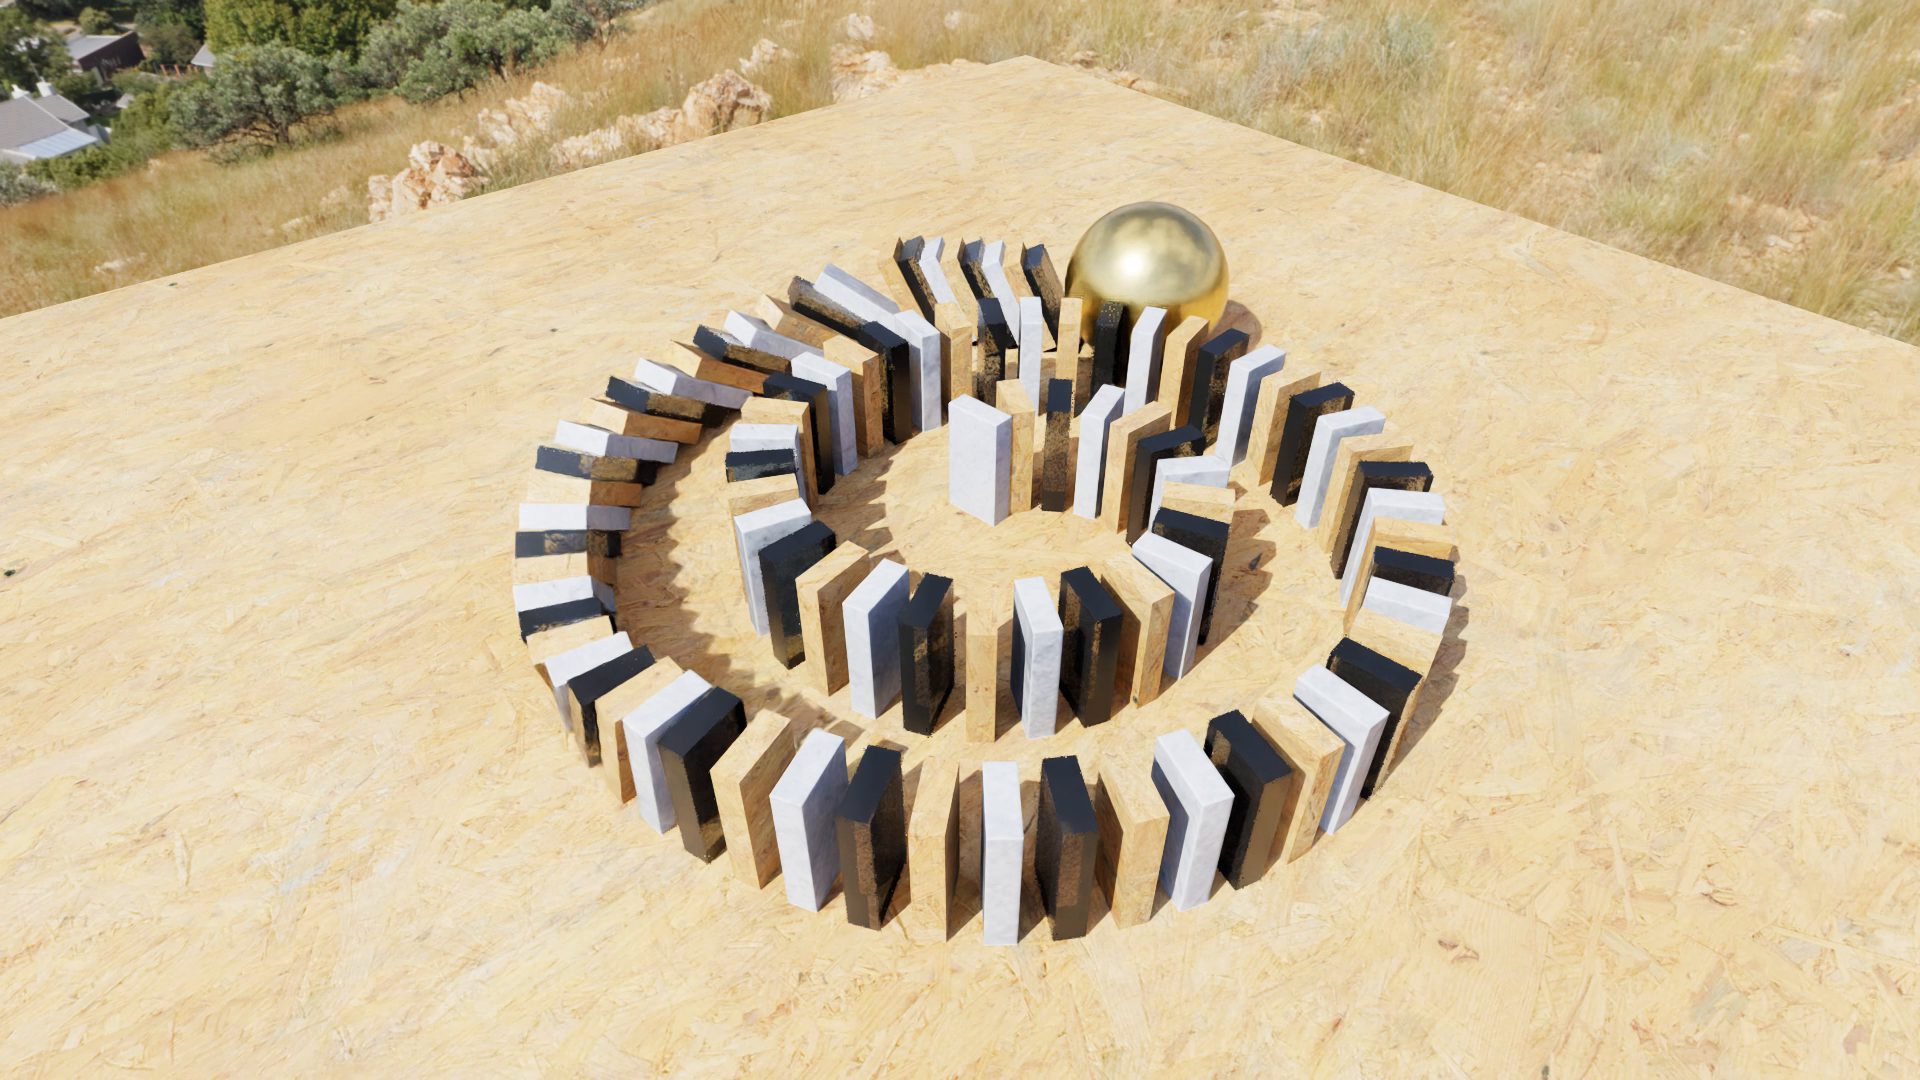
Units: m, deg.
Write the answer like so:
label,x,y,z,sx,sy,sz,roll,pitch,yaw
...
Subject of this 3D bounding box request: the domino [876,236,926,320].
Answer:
label,x,y,z,sx,sy,sz,roll,pitch,yaw
domino,-0.026,-0.128,0.569,0.009,0.050,0.025,-17,35,19

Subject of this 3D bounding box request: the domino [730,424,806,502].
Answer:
label,x,y,z,sx,sy,sz,roll,pitch,yaw
domino,-0.075,-0.023,0.439,0.025,0.050,0.009,1,39,1

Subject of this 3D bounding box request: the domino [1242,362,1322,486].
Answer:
label,x,y,z,sx,sy,sz,roll,pitch,yaw
domino,0.138,-0.049,0.472,0.025,0.050,0.009,-22,44,-25

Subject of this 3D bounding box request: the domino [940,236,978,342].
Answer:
label,x,y,z,sx,sy,sz,roll,pitch,yaw
domino,0.006,-0.128,0.568,0.010,0.050,0.025,-16,35,20

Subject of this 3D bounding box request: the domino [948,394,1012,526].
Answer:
label,x,y,z,sx,sy,sz,roll,pitch,yaw
domino,0.008,-0.032,0.451,0.025,0.050,0.009,30,48,31

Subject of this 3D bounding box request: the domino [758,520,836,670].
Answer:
label,x,y,z,sx,sy,sz,roll,pitch,yaw
domino,-0.055,0.020,0.387,0.025,0.050,0.009,-30,48,-31

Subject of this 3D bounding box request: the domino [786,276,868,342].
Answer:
label,x,y,z,sx,sy,sz,roll,pitch,yaw
domino,-0.063,-0.116,0.563,0.050,0.009,0.025,22,25,-27

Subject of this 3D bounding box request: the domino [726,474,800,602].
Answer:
label,x,y,z,sx,sy,sz,roll,pitch,yaw
domino,-0.071,0.000,0.412,0.025,0.050,0.010,-9,40,-11

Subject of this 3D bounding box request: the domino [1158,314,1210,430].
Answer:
label,x,y,z,sx,sy,sz,roll,pitch,yaw
domino,0.101,-0.074,0.502,0.010,0.050,0.025,23,44,25

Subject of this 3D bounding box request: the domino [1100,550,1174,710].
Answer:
label,x,y,z,sx,sy,sz,roll,pitch,yaw
domino,0.058,0.031,0.374,0.009,0.050,0.025,-22,44,-25

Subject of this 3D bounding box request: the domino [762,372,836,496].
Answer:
label,x,y,z,sx,sy,sz,roll,pitch,yaw
domino,-0.068,-0.045,0.466,0.025,0.050,0.009,17,42,20

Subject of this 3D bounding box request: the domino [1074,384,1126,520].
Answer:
label,x,y,z,sx,sy,sz,roll,pitch,yaw
domino,0.058,-0.036,0.456,0.010,0.050,0.025,17,42,20

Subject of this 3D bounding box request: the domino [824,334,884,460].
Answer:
label,x,y,z,sx,sy,sz,roll,pitch,yaw
domino,-0.047,-0.063,0.489,0.025,0.050,0.010,31,49,32

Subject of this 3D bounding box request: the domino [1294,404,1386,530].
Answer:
label,x,y,z,sx,sy,sz,roll,pitch,yaw
domino,0.154,-0.029,0.447,0.025,0.050,0.009,-13,41,-15

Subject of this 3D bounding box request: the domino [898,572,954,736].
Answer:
label,x,y,z,sx,sy,sz,roll,pitch,yaw
domino,-0.011,0.038,0.365,0.009,0.050,0.025,12,41,14

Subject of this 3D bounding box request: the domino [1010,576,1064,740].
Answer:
label,x,y,z,sx,sy,sz,roll,pitch,yaw
domino,0.025,0.039,0.363,0.010,0.050,0.025,-7,40,-9

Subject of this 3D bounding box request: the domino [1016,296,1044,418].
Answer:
label,x,y,z,sx,sy,sz,roll,pitch,yaw
domino,0.032,-0.085,0.516,0.009,0.050,0.025,0,39,0

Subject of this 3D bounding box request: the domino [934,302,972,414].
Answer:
label,x,y,z,sx,sy,sz,roll,pitch,yaw
domino,-0.003,-0.082,0.512,0.010,0.050,0.025,-12,41,-15

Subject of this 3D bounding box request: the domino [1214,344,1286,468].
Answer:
label,x,y,z,sx,sy,sz,roll,pitch,yaw
domino,0.127,-0.058,0.483,0.025,0.050,0.009,-27,47,-29

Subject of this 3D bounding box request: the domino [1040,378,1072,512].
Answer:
label,x,y,z,sx,sy,sz,roll,pitch,yaw
domino,0.040,-0.039,0.459,0.009,0.050,0.025,4,39,5

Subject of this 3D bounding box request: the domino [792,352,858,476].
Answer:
label,x,y,z,sx,sy,sz,roll,pitch,yaw
domino,-0.059,-0.054,0.478,0.025,0.050,0.009,25,45,27

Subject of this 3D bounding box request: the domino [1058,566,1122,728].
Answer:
label,x,y,z,sx,sy,sz,roll,pitch,yaw
domino,0.042,0.036,0.367,0.010,0.050,0.025,-14,41,-17

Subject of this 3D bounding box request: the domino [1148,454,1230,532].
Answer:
label,x,y,z,sx,sy,sz,roll,pitch,yaw
domino,0.086,-0.009,0.422,0.025,0.050,0.009,-5,40,-6

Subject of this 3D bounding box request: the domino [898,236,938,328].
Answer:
label,x,y,z,sx,sy,sz,roll,pitch,yaw
domino,-0.015,-0.129,0.569,0.010,0.050,0.025,-16,35,20

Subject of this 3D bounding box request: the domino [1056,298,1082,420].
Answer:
label,x,y,z,sx,sy,sz,roll,pitch,yaw
domino,0.050,-0.085,0.515,0.009,0.050,0.025,4,40,5

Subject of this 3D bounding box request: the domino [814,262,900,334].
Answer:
label,x,y,z,sx,sy,sz,roll,pitch,yaw
domino,-0.051,-0.125,0.573,0.050,0.009,0.025,30,23,-12

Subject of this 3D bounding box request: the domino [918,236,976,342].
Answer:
label,x,y,z,sx,sy,sz,roll,pitch,yaw
domino,-0.005,-0.129,0.569,0.010,0.050,0.025,-16,35,20

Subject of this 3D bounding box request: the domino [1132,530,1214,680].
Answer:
label,x,y,z,sx,sy,sz,roll,pitch,yaw
domino,0.071,0.023,0.383,0.025,0.050,0.009,25,46,28

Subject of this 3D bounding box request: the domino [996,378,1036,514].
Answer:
label,x,y,z,sx,sy,sz,roll,pitch,yaw
domino,0.022,-0.039,0.459,0.010,0.050,0.025,-8,40,-10

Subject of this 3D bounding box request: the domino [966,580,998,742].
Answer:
label,x,y,z,sx,sy,sz,roll,pitch,yaw
domino,0.007,0.041,0.362,0.009,0.050,0.025,1,39,1

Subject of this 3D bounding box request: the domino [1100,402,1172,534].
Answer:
label,x,y,z,sx,sy,sz,roll,pitch,yaw
domino,0.071,-0.029,0.447,0.025,0.050,0.009,-28,47,-30

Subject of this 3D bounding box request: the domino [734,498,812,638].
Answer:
label,x,y,z,sx,sy,sz,roll,pitch,yaw
domino,-0.065,0.011,0.399,0.025,0.050,0.010,-17,42,-20

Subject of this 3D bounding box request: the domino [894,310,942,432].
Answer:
label,x,y,z,sx,sy,sz,roll,pitch,yaw
domino,-0.019,-0.077,0.506,0.009,0.050,0.025,-21,44,-23

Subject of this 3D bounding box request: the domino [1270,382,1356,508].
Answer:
label,x,y,z,sx,sy,sz,roll,pitch,yaw
domino,0.147,-0.039,0.460,0.025,0.050,0.010,-18,43,-21

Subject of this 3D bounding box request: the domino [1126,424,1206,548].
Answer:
label,x,y,z,sx,sy,sz,roll,pitch,yaw
domino,0.081,-0.019,0.435,0.025,0.050,0.010,-17,42,-20

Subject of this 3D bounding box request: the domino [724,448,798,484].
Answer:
label,x,y,z,sx,sy,sz,roll,pitch,yaw
domino,-0.075,-0.011,0.425,0.025,0.050,0.010,-4,40,-5

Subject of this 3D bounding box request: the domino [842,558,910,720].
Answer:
label,x,y,z,sx,sy,sz,roll,pitch,yaw
domino,-0.027,0.034,0.370,0.009,0.050,0.025,19,43,22

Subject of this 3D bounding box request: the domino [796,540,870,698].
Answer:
label,x,y,z,sx,sy,sz,roll,pitch,yaw
domino,-0.042,0.028,0.378,0.009,0.050,0.025,26,46,28

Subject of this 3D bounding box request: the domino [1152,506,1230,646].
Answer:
label,x,y,z,sx,sy,sz,roll,pitch,yaw
domino,0.080,0.013,0.395,0.025,0.050,0.009,15,42,18

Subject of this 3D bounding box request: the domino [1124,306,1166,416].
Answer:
label,x,y,z,sx,sy,sz,roll,pitch,yaw
domino,0.085,-0.079,0.508,0.009,0.050,0.025,14,41,17

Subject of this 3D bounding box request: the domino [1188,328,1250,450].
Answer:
label,x,y,z,sx,sy,sz,roll,pitch,yaw
domino,0.115,-0.067,0.493,0.009,0.050,0.025,31,49,32

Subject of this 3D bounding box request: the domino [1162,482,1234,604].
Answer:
label,x,y,z,sx,sy,sz,roll,pitch,yaw
domino,0.085,0.003,0.408,0.025,0.050,0.009,8,40,9

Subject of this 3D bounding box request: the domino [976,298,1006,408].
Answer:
label,x,y,z,sx,sy,sz,roll,pitch,yaw
domino,0.015,-0.085,0.515,0.010,0.050,0.025,-5,40,-6

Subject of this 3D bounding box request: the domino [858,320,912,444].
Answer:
label,x,y,z,sx,sy,sz,roll,pitch,yaw
domino,-0.034,-0.071,0.498,0.009,0.050,0.025,-27,47,-29

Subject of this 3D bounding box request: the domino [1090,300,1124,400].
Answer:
label,x,y,z,sx,sy,sz,roll,pitch,yaw
domino,0.068,-0.083,0.512,0.009,0.050,0.025,9,40,11

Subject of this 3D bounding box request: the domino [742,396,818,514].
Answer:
label,x,y,z,sx,sy,sz,roll,pitch,yaw
domino,-0.074,-0.034,0.453,0.025,0.050,0.009,7,40,9
